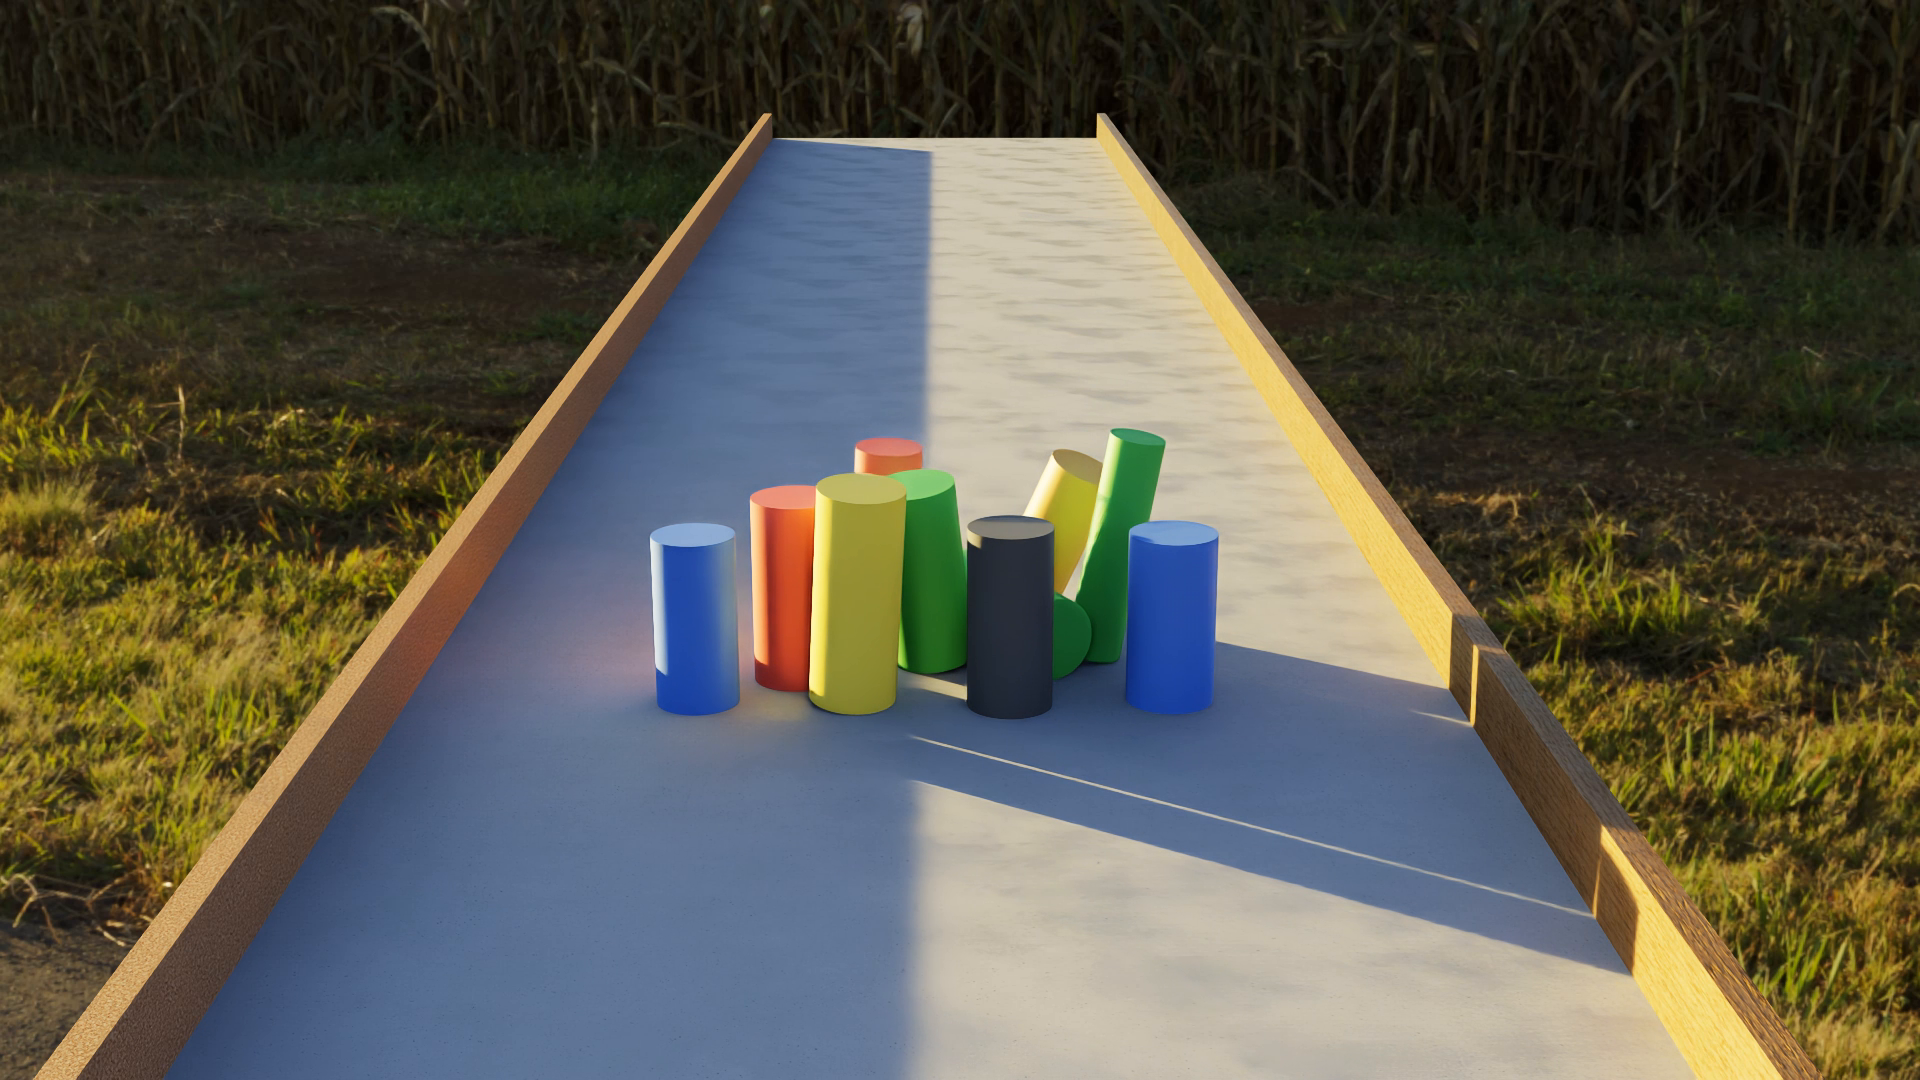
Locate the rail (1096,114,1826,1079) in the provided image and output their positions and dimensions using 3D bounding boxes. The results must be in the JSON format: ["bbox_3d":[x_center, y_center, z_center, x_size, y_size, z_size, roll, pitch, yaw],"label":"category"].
[{"bbox_3d":[0.932,-0.844,7.801,0.050,0.150,12.000,0,17,-1],"label":"rail"}]

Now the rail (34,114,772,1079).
[{"bbox_3d":[-1.118,-0.838,7.780,0.050,0.150,12.000,0,17,-1],"label":"rail"}]

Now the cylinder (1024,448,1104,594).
[{"bbox_3d":[0.196,-0.012,4.629,0.147,0.333,0.147,20,24,-9],"label":"cylinder"}]

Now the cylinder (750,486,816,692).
[{"bbox_3d":[-0.317,0.093,4.271,0.172,0.366,0.172,0,17,0],"label":"cylinder"}]

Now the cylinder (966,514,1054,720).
[{"bbox_3d":[0.094,0.144,4.130,0.163,0.350,0.163,0,17,0],"label":"cylinder"}]

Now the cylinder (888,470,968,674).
[{"bbox_3d":[-0.072,0.062,4.338,0.163,0.369,0.163,-6,22,2],"label":"cylinder"}]

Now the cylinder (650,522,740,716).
[{"bbox_3d":[-0.499,0.148,4.149,0.158,0.330,0.158,0,17,0],"label":"cylinder"}]

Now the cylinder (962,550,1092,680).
[{"bbox_3d":[0.097,0.146,4.445,0.165,0.165,0.380,-9,19,-27],"label":"cylinder"}]

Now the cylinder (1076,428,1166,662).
[{"bbox_3d":[0.308,0.012,4.366,0.111,0.455,0.111,10,17,-3],"label":"cylinder"}]

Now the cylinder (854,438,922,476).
[{"bbox_3d":[-0.153,-0.005,4.544,0.137,0.391,0.137,2,18,-1],"label":"cylinder"}]

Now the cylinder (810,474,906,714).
[{"bbox_3d":[-0.193,0.101,4.123,0.167,0.421,0.167,3,21,-1],"label":"cylinder"}]

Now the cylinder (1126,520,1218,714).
[{"bbox_3d":[0.400,0.145,4.160,0.167,0.331,0.167,0,17,0],"label":"cylinder"}]
